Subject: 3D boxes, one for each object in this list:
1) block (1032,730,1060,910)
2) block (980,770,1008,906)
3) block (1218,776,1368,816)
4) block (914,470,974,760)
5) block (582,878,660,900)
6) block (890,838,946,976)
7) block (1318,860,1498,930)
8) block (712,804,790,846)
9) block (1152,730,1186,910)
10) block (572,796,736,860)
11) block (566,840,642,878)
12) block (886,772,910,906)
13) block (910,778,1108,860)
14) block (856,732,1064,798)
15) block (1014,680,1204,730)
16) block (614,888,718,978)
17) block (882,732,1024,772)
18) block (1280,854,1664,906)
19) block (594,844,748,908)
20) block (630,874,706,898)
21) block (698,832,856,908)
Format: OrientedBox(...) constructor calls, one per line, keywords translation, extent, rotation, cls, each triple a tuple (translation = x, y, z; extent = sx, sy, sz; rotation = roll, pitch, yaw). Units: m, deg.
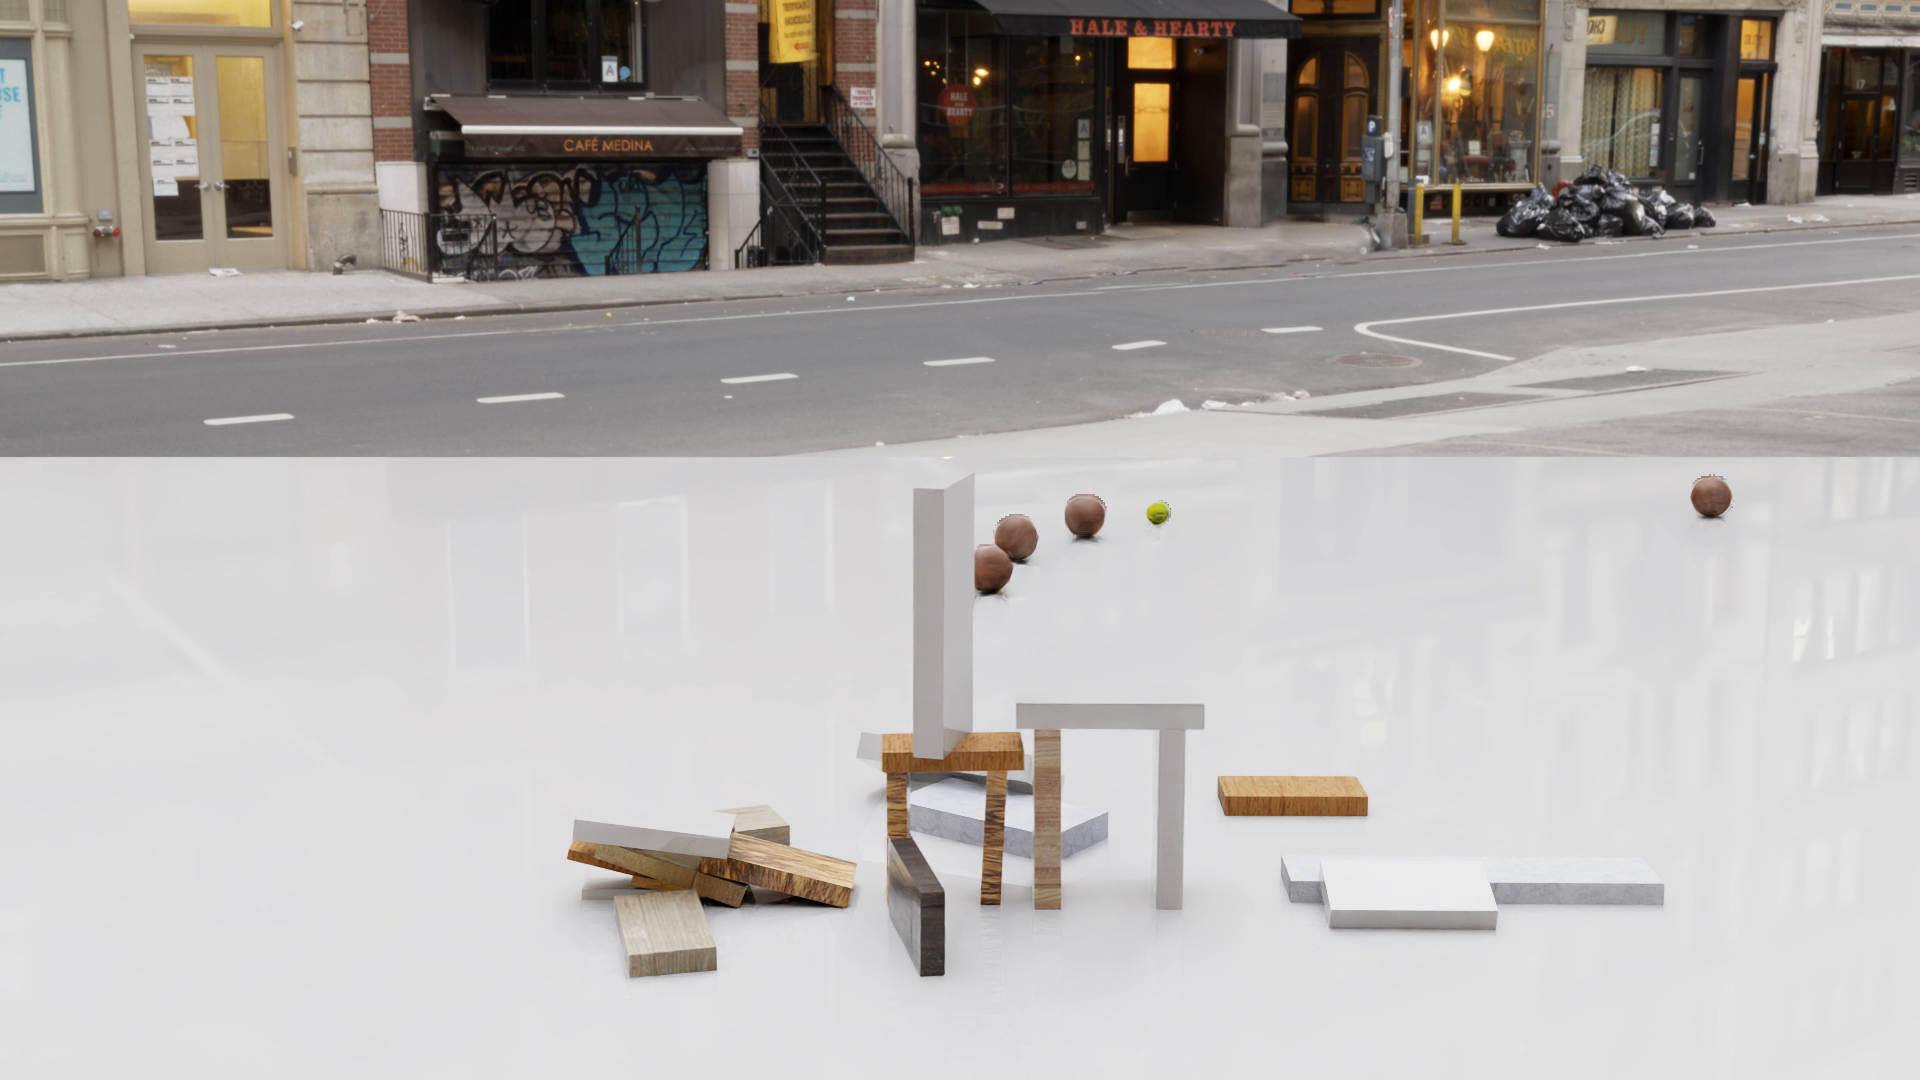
OrientedBox(translation=(0.143, 0.441, 3.640), extent=(0.043, 0.303, 0.152), rotation=(0, 11, 1), cls="block")
OrientedBox(translation=(0.057, 0.476, 3.648), extent=(0.033, 0.230, 0.115), rotation=(3, 11, 1), cls="block")
OrientedBox(translation=(0.625, 0.482, 4.147), extent=(0.265, 0.037, 0.132), rotation=(0, 11, 0), cls="block")
OrientedBox(translation=(-0.026, 0.119, 3.562), extent=(0.050, 0.438, 0.177), rotation=(3, 11, 15), cls="block")
OrientedBox(translation=(-0.563, 0.581, 3.668), extent=(0.125, 0.018, 0.063), rotation=(0, 11, -1), cls="block")
OrientedBox(translation=(-0.068, 0.568, 3.425), extent=(0.037, 0.132, 0.264), rotation=(-2, 11, -12), cls="block")
OrientedBox(translation=(0.722, 0.573, 3.555), extent=(0.265, 0.037, 0.132), rotation=(0, 28, 1), cls="block")
OrientedBox(translation=(-0.450, 0.523, 3.925), extent=(0.264, 0.037, 0.132), rotation=(-4, 11, -22), cls="block")
OrientedBox(translation=(0.344, 0.441, 3.641), extent=(0.043, 0.303, 0.152), rotation=(0, 11, 2), cls="block")
OrientedBox(translation=(-0.500, 0.472, 3.618), extent=(0.251, 0.036, 0.126), rotation=(7, 11, -1), cls="block")
OrientedBox(translation=(-0.585, 0.527, 3.653), extent=(0.125, 0.018, 0.063), rotation=(14, 11, -2), cls="block")
OrientedBox(translation=(-0.102, 0.477, 3.648), extent=(0.033, 0.230, 0.115), rotation=(0, 11, 1), cls="block")
OrientedBox(translation=(0.071, 0.505, 3.987), extent=(0.355, 0.050, 0.177), rotation=(8, 13, 36), cls="block")
OrientedBox(translation=(0.001, 0.431, 4.177), extent=(0.355, 0.050, 0.177), rotation=(5, -16, 26), cls="block")
OrientedBox(translation=(0.242, 0.270, 3.612), extent=(0.303, 0.043, 0.152), rotation=(0, 11, 0), cls="block")
OrientedBox(translation=(-0.463, 0.613, 3.441), extent=(0.132, 0.037, 0.264), rotation=(-3, 11, -13), cls="block")
OrientedBox(translation=(-0.013, 0.348, 3.616), extent=(0.230, 0.033, 0.115), rotation=(-1, 11, -1), cls="block")
OrientedBox(translation=(0.852, 0.569, 3.681), extent=(0.611, 0.037, 0.132), rotation=(0, 11, 1), cls="block")
OrientedBox(translation=(-0.472, 0.533, 3.654), extent=(0.251, 0.036, 0.126), rotation=(20, 10, -2), cls="block")
OrientedBox(translation=(-0.480, 0.567, 3.663), extent=(0.125, 0.018, 0.063), rotation=(10, 11, -2), cls="block")
OrientedBox(translation=(-0.301, 0.544, 3.655), extent=(0.251, 0.036, 0.126), rotation=(14, 11, -1), cls="block")
